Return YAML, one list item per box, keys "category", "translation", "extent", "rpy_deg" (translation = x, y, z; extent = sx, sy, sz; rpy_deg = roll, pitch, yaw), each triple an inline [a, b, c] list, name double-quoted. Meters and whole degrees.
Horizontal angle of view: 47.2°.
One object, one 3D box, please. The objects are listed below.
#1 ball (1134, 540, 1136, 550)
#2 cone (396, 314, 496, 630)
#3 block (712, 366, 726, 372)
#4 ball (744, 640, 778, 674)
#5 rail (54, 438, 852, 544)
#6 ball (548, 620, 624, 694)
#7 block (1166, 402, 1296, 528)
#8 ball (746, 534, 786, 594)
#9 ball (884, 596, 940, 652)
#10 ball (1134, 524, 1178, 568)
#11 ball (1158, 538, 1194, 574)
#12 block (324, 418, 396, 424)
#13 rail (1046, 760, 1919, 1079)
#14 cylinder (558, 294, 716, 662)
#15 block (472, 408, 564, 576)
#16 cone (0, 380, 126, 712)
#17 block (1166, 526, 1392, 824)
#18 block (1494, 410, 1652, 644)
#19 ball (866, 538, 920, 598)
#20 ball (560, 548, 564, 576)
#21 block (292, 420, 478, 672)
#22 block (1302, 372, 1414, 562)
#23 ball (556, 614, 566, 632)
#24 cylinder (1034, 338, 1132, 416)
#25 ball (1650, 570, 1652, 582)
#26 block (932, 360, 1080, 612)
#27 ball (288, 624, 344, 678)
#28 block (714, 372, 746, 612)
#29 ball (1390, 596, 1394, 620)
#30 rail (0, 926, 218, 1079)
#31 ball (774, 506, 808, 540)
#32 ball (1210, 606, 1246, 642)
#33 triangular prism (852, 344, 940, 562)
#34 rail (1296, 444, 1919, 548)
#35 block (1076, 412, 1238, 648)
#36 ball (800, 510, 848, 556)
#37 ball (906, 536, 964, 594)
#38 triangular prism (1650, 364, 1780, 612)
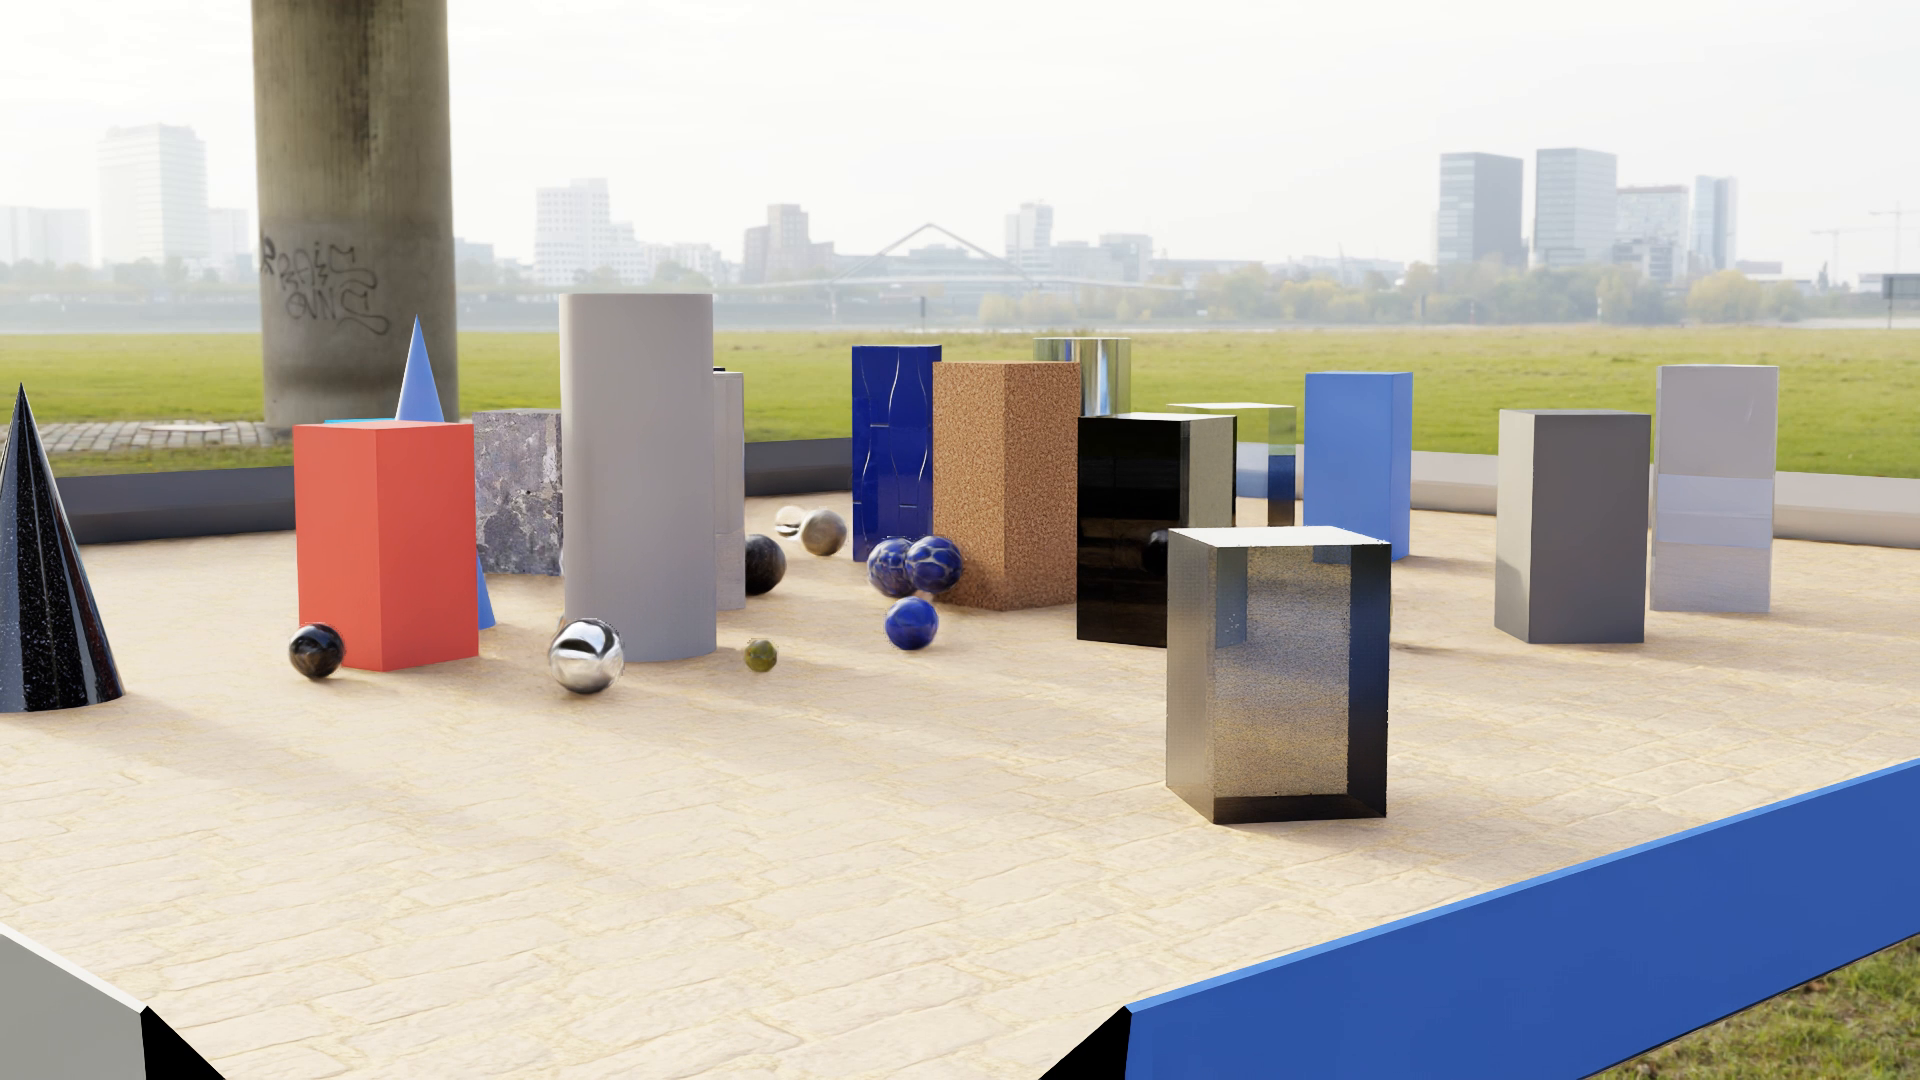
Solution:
- category: "ball"
  translation: [0.338, 0.009, 3.962]
  extent: [0.048, 0.048, 0.048]
  rpy_deg: [0, 6, 0]
- category: "cone"
  translation: [-0.759, -0.098, 3.095]
  extent: [0.197, 0.441, 0.197]
  rpy_deg: [0, 6, 0]
- category: "block"
  translation: [-0.540, -0.147, 4.043]
  extent: [0.158, 0.341, 0.158]
  rpy_deg: [-5, 8, -41]
- category: "ball"
  translation: [-0.245, 0.143, 2.707]
  extent: [0.041, 0.041, 0.041]
  rpy_deg: [0, 6, 0]
- category: "rail"
  translation: [-1.185, -0.100, 4.609]
  extent: [3.719, 0.128, 0.045]
  rpy_deg: [-5, 8, -42]
- category: "ball"
  translation: [-0.434, 0.136, 2.558]
  extent: [0.086, 0.086, 0.086]
  rpy_deg: [0, 6, 0]
- category: "block"
  translation: [0.445, -0.078, 3.632]
  extent: [0.158, 0.289, 0.158]
  rpy_deg: [-2, 6, -21]
- category: "ball"
  translation: [-0.321, 0.039, 3.450]
  extent: [0.095, 0.095, 0.095]
  rpy_deg: [0, 6, 0]
- category: "ball"
  translation: [-0.063, 0.110, 2.882]
  extent: [0.071, 0.071, 0.071]
  rpy_deg: [0, 6, 0]
- category: "ball"
  translation: [0.342, 0.010, 3.802]
  extent: [0.078, 0.078, 0.078]
  rpy_deg: [0, 6, 0]
- category: "ball"
  translation: [0.367, 0.026, 3.736]
  extent: [0.060, 0.060, 0.060]
  rpy_deg: [0, 6, 0]
- category: "block"
  translation: [-1.003, -0.081, 3.835]
  extent: [0.158, 0.253, 0.158]
  rpy_deg: [-4, 7, -31]
- category: "rail"
  translation: [1.185, 0.167, 2.054]
  extent: [3.719, 0.128, 0.045]
  rpy_deg: [-5, 8, -42]
- category: "cylinder"
  translation: [-0.419, -0.087, 2.869]
  extent: [0.197, 0.465, 0.197]
  rpy_deg: [0, 6, 0]
- category: "block"
  translation: [-0.727, -0.086, 3.787]
  extent: [0.158, 0.273, 0.158]
  rpy_deg: [2, 6, 18]
- category: "cone"
  translation: [-1.068, 0.000, 2.520]
  extent: [0.197, 0.365, 0.197]
  rpy_deg: [0, 6, 0]
- category: "block"
  translation: [0.284, 0.117, 1.988]
  extent: [0.158, 0.243, 0.158]
  rpy_deg: [-1, 6, -10]
- category: "block"
  translation: [0.836, -0.022, 3.010]
  extent: [0.158, 0.307, 0.158]
  rpy_deg: [0, 6, -3]
- category: "ball"
  translation: [-0.097, 0.044, 3.404]
  extent: [0.094, 0.094, 0.094]
  rpy_deg: [0, 6, 0]
- category: "ball"
  translation: [-0.561, 0.034, 3.360]
  extent: [0.099, 0.099, 0.099]
  rpy_deg: [0, 6, 0]
- category: "block"
  translation: [-0.732, 0.003, 2.808]
  extent: [0.158, 0.300, 0.158]
  rpy_deg: [4, 7, 35]
- category: "block"
  translation: [0.718, -0.135, 3.968]
  extent: [0.158, 0.333, 0.158]
  rpy_deg: [3, 7, 24]
- category: "ball"
  translation: [-0.523, 0.116, 2.963]
  extent: [0.042, 0.042, 0.042]
  rpy_deg: [0, 6, 0]
- category: "cylinder"
  translation: [0.245, -0.211, 4.429]
  extent: [0.197, 0.389, 0.197]
  rpy_deg: [0, 6, 0]
- category: "ball"
  translation: [1.123, 0.057, 3.501]
  extent: [0.048, 0.048, 0.048]
  rpy_deg: [0, 6, 0]
- category: "block"
  translation: [0.070, -0.087, 3.347]
  extent: [0.158, 0.366, 0.158]
  rpy_deg: [-5, 8, -42]
- category: "ball"
  translation: [-0.781, 0.135, 2.667]
  extent: [0.067, 0.067, 0.067]
  rpy_deg: [0, 6, 0]
- category: "block"
  translation: [-0.433, -0.074, 3.284]
  extent: [0.158, 0.353, 0.158]
  rpy_deg: [-6, 8, -43]
- category: "ball"
  translation: [0.537, 0.092, 2.961]
  extent: [0.091, 0.091, 0.091]
  rpy_deg: [0, 6, 0]
- category: "rail"
  translation: [-1.349, 0.163, 2.094]
  extent: [0.045, 0.128, 3.543]
  rpy_deg: [-5, 8, -42]
- category: "ball"
  translation: [-0.326, -0.033, 4.268]
  extent: [0.068, 0.068, 0.068]
  rpy_deg: [0, 6, 0]
- category: "ball"
  translation: [0.359, 0.112, 2.952]
  extent: [0.048, 0.048, 0.048]
  rpy_deg: [0, 6, 0]
- category: "triangular prism"
  translation: [-0.079, -0.154, 3.911]
  extent: [0.171, 0.383, 0.148]
  rpy_deg: [4, 7, 34]
- category: "rail"
  translation: [1.349, -0.096, 4.570]
  extent: [0.045, 0.128, 3.543]
  rpy_deg: [-5, 8, -42]
- category: "block"
  translation: [0.268, -0.017, 2.988]
  extent: [0.158, 0.302, 0.158]
  rpy_deg: [4, 7, 34]
- category: "ball"
  translation: [-0.247, -0.013, 3.982]
  extent: [0.087, 0.087, 0.087]
  rpy_deg: [0, 6, 0]
- category: "ball"
  translation: [-0.038, 0.037, 3.297]
  extent: [0.087, 0.087, 0.087]
  rpy_deg: [0, 6, 0]
- category: "triangular prism"
  translation: [1.121, -0.082, 3.316]
  extent: [0.171, 0.363, 0.148]
  rpy_deg: [1, 6, 7]
